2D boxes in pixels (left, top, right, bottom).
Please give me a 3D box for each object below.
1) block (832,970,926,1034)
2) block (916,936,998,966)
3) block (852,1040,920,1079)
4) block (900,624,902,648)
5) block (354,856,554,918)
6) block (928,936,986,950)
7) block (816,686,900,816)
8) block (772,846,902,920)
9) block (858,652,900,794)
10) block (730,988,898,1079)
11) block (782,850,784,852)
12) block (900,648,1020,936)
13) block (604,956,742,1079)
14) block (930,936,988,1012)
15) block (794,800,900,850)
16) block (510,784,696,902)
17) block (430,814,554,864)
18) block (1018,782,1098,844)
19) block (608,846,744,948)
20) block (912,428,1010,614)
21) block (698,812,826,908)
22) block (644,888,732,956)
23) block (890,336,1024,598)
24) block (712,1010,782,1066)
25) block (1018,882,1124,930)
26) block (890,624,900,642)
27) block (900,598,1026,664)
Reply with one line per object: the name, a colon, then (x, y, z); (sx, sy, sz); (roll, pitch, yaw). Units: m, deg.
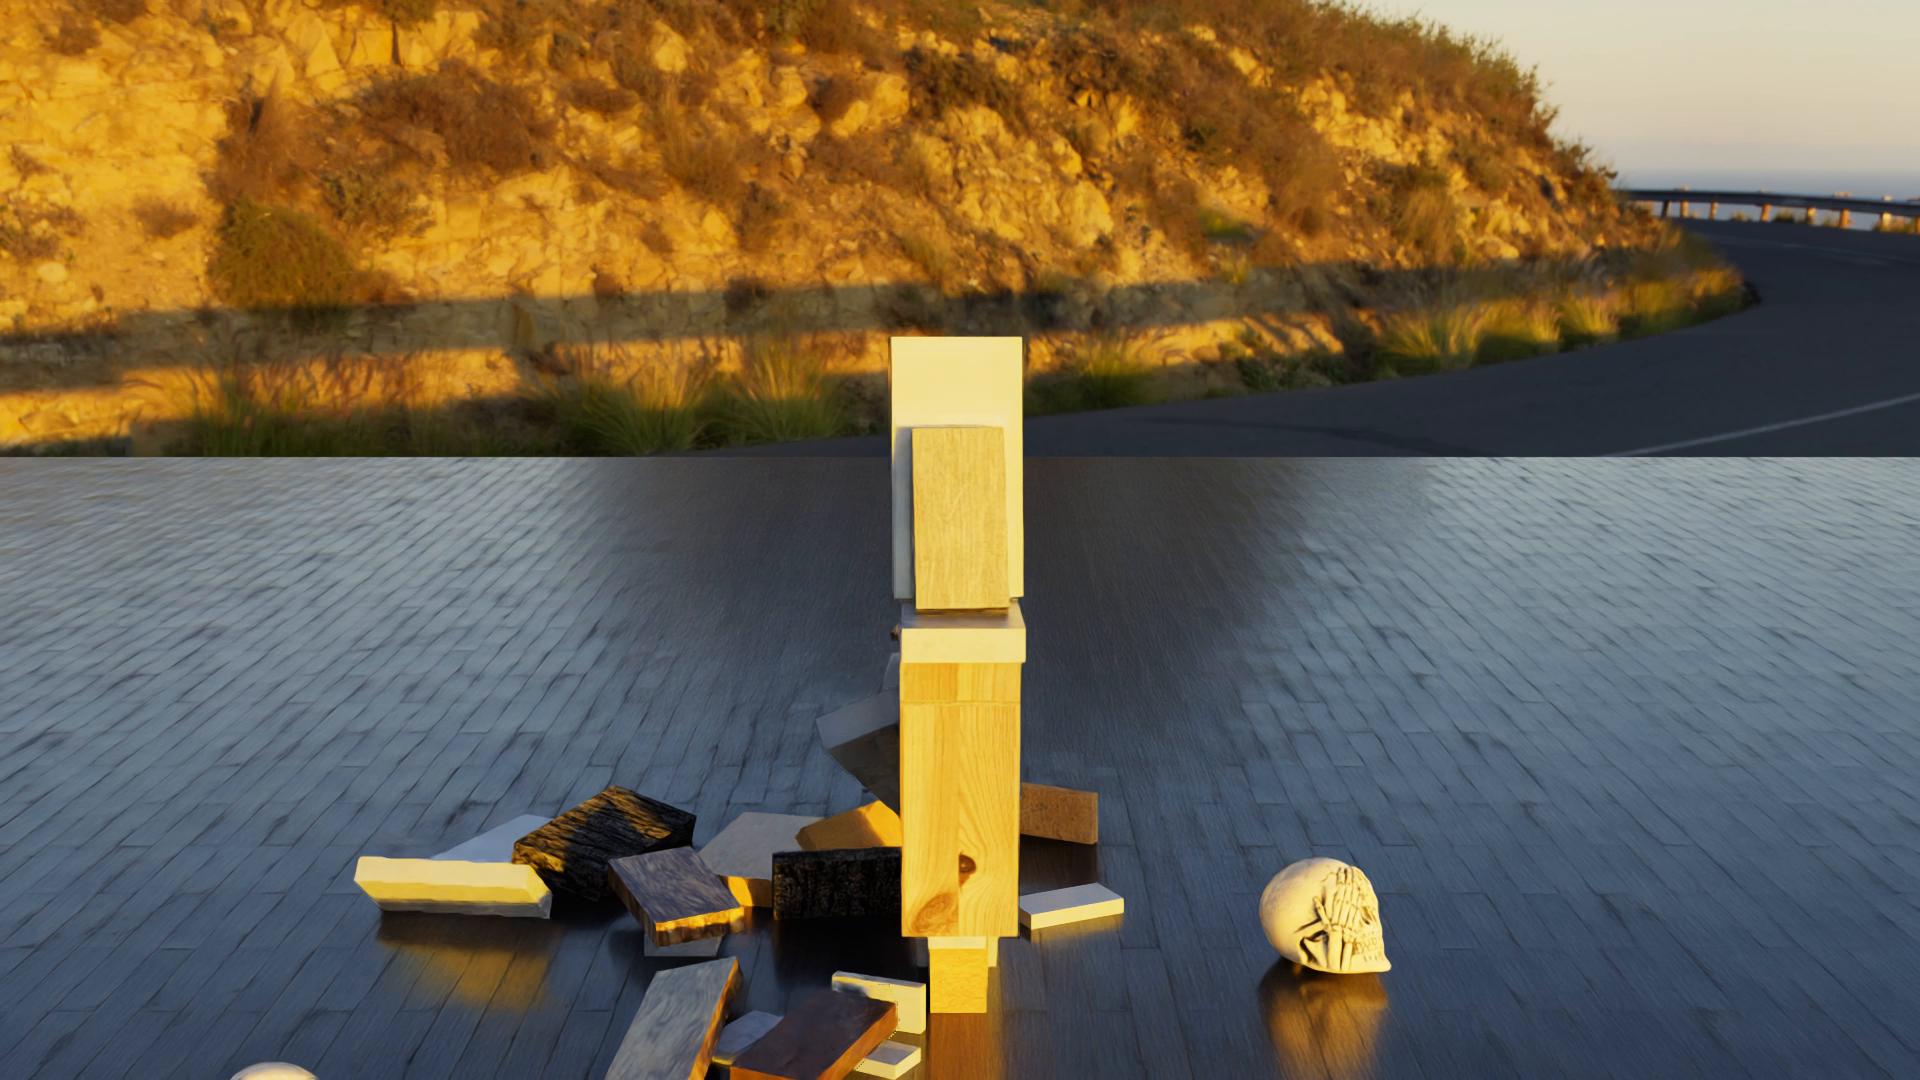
block: (-0.115, 0.657, 3.124); (0.136, 0.068, 0.019); (4, 11, 21)
block: (-0.004, 0.552, 3.275); (0.122, 0.244, 0.035); (0, 46, -1)
block: (-0.130, 0.703, 3.010); (0.136, 0.019, 0.068); (6, 12, 28)
block: (-0.004, 0.269, 3.140); (0.159, 0.319, 0.045); (0, 19, 0)
block: (-0.809, 0.557, 3.523); (0.280, 0.040, 0.140); (1, -28, 8)
block: (-0.005, 0.527, 3.110); (0.081, 0.023, 0.161); (0, 21, -1)
block: (-0.058, 0.344, 3.428); (0.177, 0.050, 0.551); (-22, -24, 5)
block: (-0.192, 0.553, 3.552); (0.221, 0.110, 0.031); (-2, 29, -9)
block: (-0.049, 0.275, 3.459); (0.177, 0.050, 0.354); (-10, -31, -20)
block: (-0.195, 0.683, 2.972); (0.123, 0.035, 0.246); (6, 16, 24)
block: (-0.241, 0.555, 3.600); (0.123, 0.017, 0.062); (40, -9, -26)
block: (0.000, 0.345, 2.975); (0.159, 0.413, 0.045); (0, 21, 0)
block: (-0.400, 0.706, 2.874); (0.123, 0.035, 0.733); (-12, 10, 5)
block: (-0.002, 0.617, 3.124); (0.081, 0.161, 0.023); (0, 45, -1)
block: (-0.172, 0.520, 3.774); (0.220, 0.110, 0.031); (-12, -29, -49)
block: (-0.611, 0.520, 3.803); (0.169, 0.048, 0.347); (18, 16, 16)
block: (-0.779, 0.542, 3.817); (0.140, 0.040, 0.280); (5, 12, 24)
block: (0.159, 0.490, 3.960); (0.180, 0.090, 0.025); (5, 14, 26)
block: (-0.454, 0.563, 3.491); (0.140, 0.040, 0.280); (-7, 15, -23)
block: (0.000, -0.027, 2.936); (0.123, 0.246, 0.035); (-1, -13, -4)
block: (-0.347, 0.545, 3.778); (0.169, 0.048, 0.337); (3, 11, 14)
block: (-0.429, 0.606, 3.495); (0.110, 0.031, 0.221); (0, 11, 1)
block: (-0.005, -0.099, 3.006); (0.177, 0.354, 0.050); (0, 1, -4)
block: (-0.301, 0.693, 3.062); (0.068, 0.019, 0.136); (7, 12, 32)
block: (0.170, 0.595, 3.577); (0.171, 0.024, 0.085); (-5, 12, -26)
block: (-0.055, 0.158, 3.830); (0.123, 0.017, 0.062); (8, 41, 38)
block: (0.000, 0.109, 2.990); (0.159, 0.045, 0.319); (0, 10, -2)
